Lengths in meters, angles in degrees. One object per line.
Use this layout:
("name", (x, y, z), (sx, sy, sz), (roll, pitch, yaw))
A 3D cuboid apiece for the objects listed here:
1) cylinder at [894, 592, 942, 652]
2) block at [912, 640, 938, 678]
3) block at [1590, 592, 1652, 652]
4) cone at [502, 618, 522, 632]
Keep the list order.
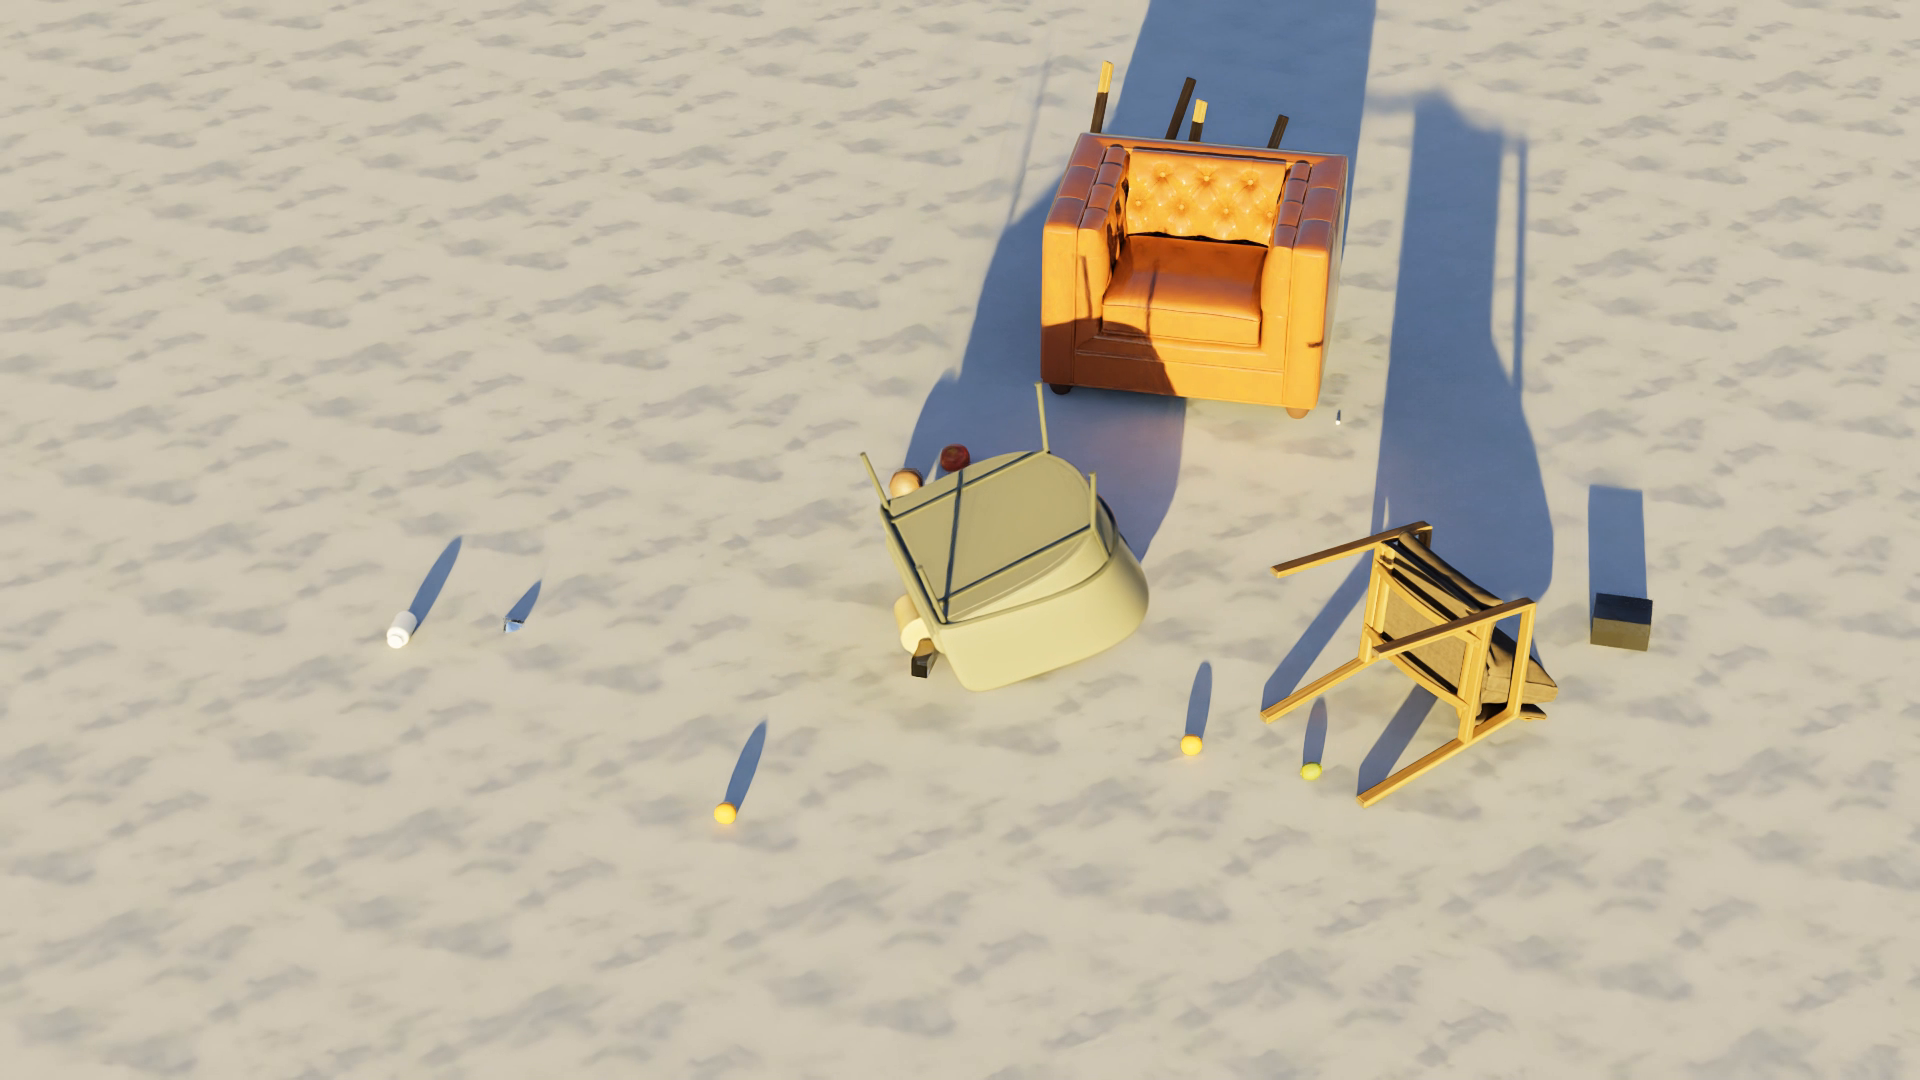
("cylinder", (-0.149, 0.292, 10.364), (0.147, 0.153, 0.170), (-20, 35, 1))
("block", (-0.125, 0.416, 10.249), (0.058, 0.071, 0.124), (9, 34, 13))
("block", (2.347, 0.291, 10.399), (0.197, 0.114, 0.161), (7, 34, 11))
("cone", (-1.616, 0.294, 10.481), (0.073, 0.040, 0.091), (-21, 26, -26))
